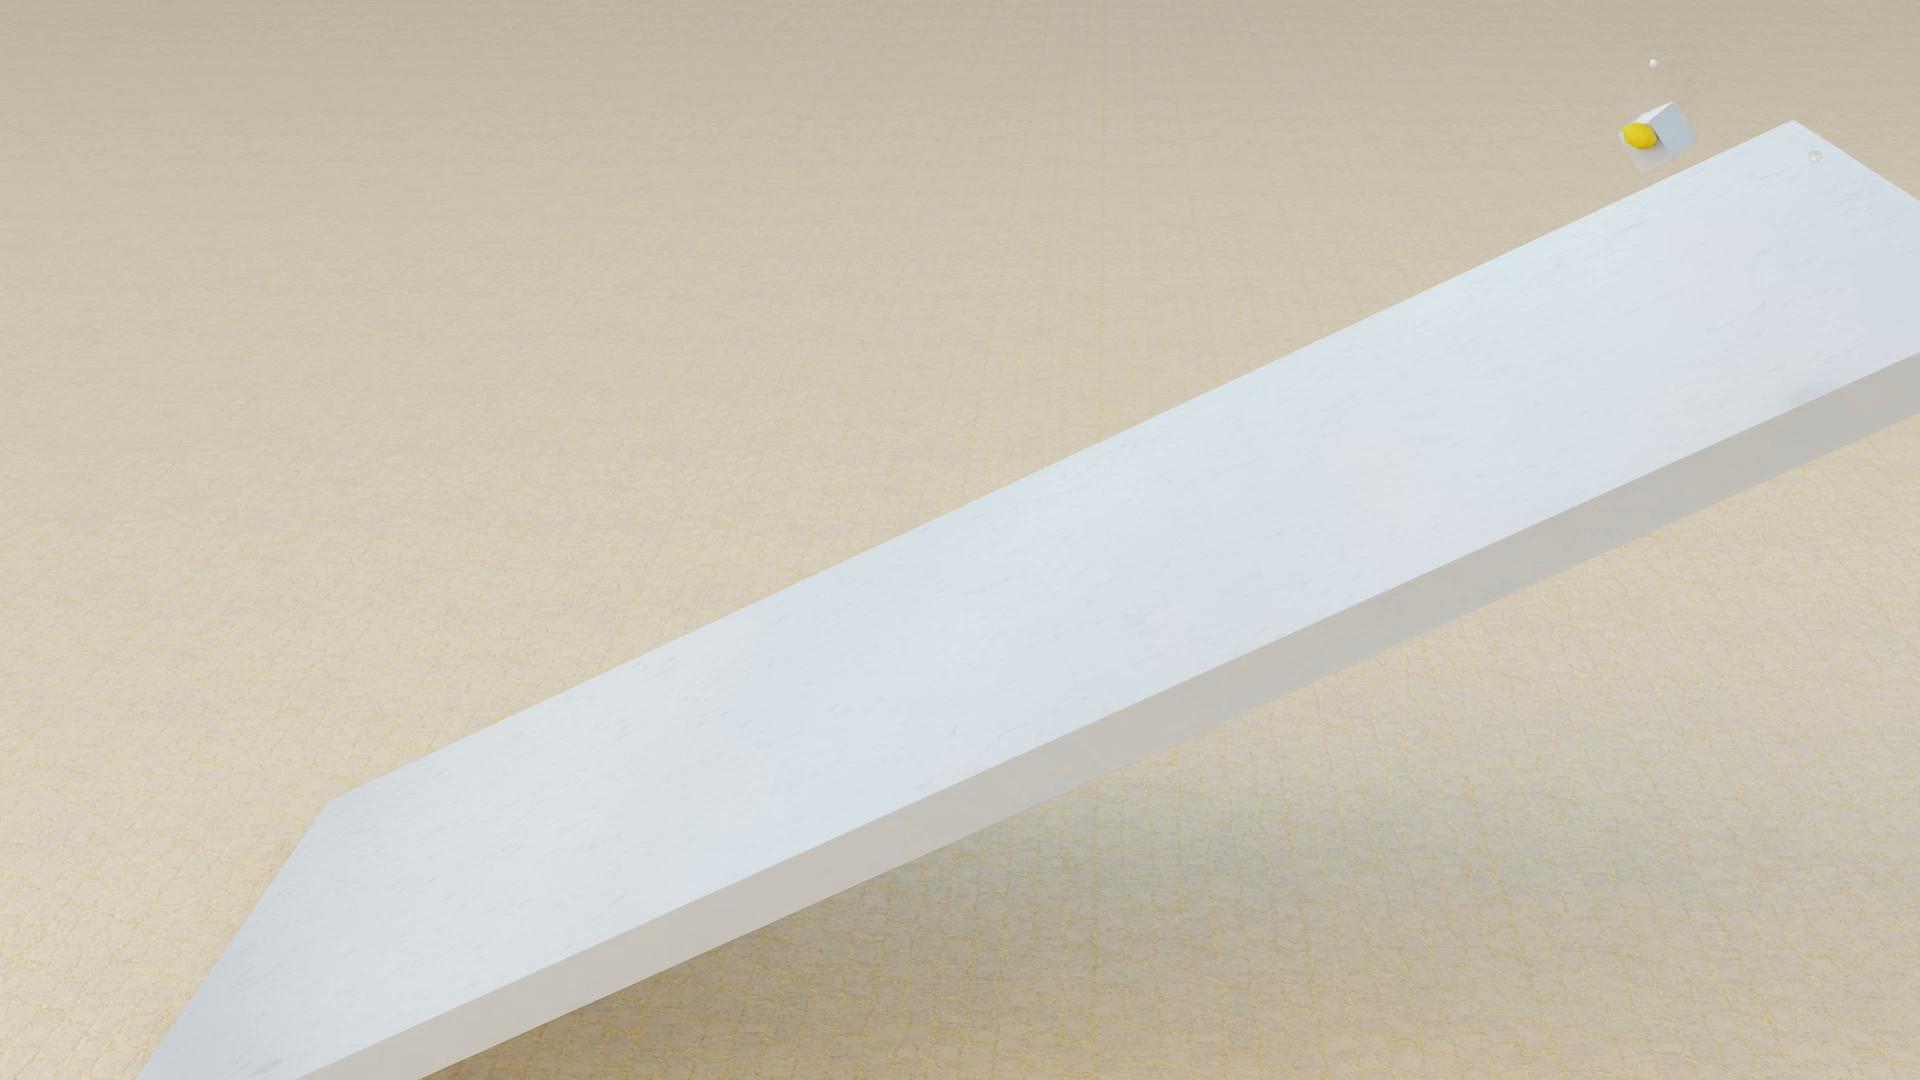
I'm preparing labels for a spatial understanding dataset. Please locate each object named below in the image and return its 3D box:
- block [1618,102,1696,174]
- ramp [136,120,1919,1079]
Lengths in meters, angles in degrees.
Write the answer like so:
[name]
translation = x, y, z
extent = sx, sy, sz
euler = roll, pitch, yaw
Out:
[block]
translation = 1.427, -0.825, 6.020
extent = 0.092, 0.092, 0.092
euler = -38, 10, -32
[ramp]
translation = 0.138, 0.168, 6.281
extent = 4.000, 0.100, 2.000
euler = -25, 14, 10
